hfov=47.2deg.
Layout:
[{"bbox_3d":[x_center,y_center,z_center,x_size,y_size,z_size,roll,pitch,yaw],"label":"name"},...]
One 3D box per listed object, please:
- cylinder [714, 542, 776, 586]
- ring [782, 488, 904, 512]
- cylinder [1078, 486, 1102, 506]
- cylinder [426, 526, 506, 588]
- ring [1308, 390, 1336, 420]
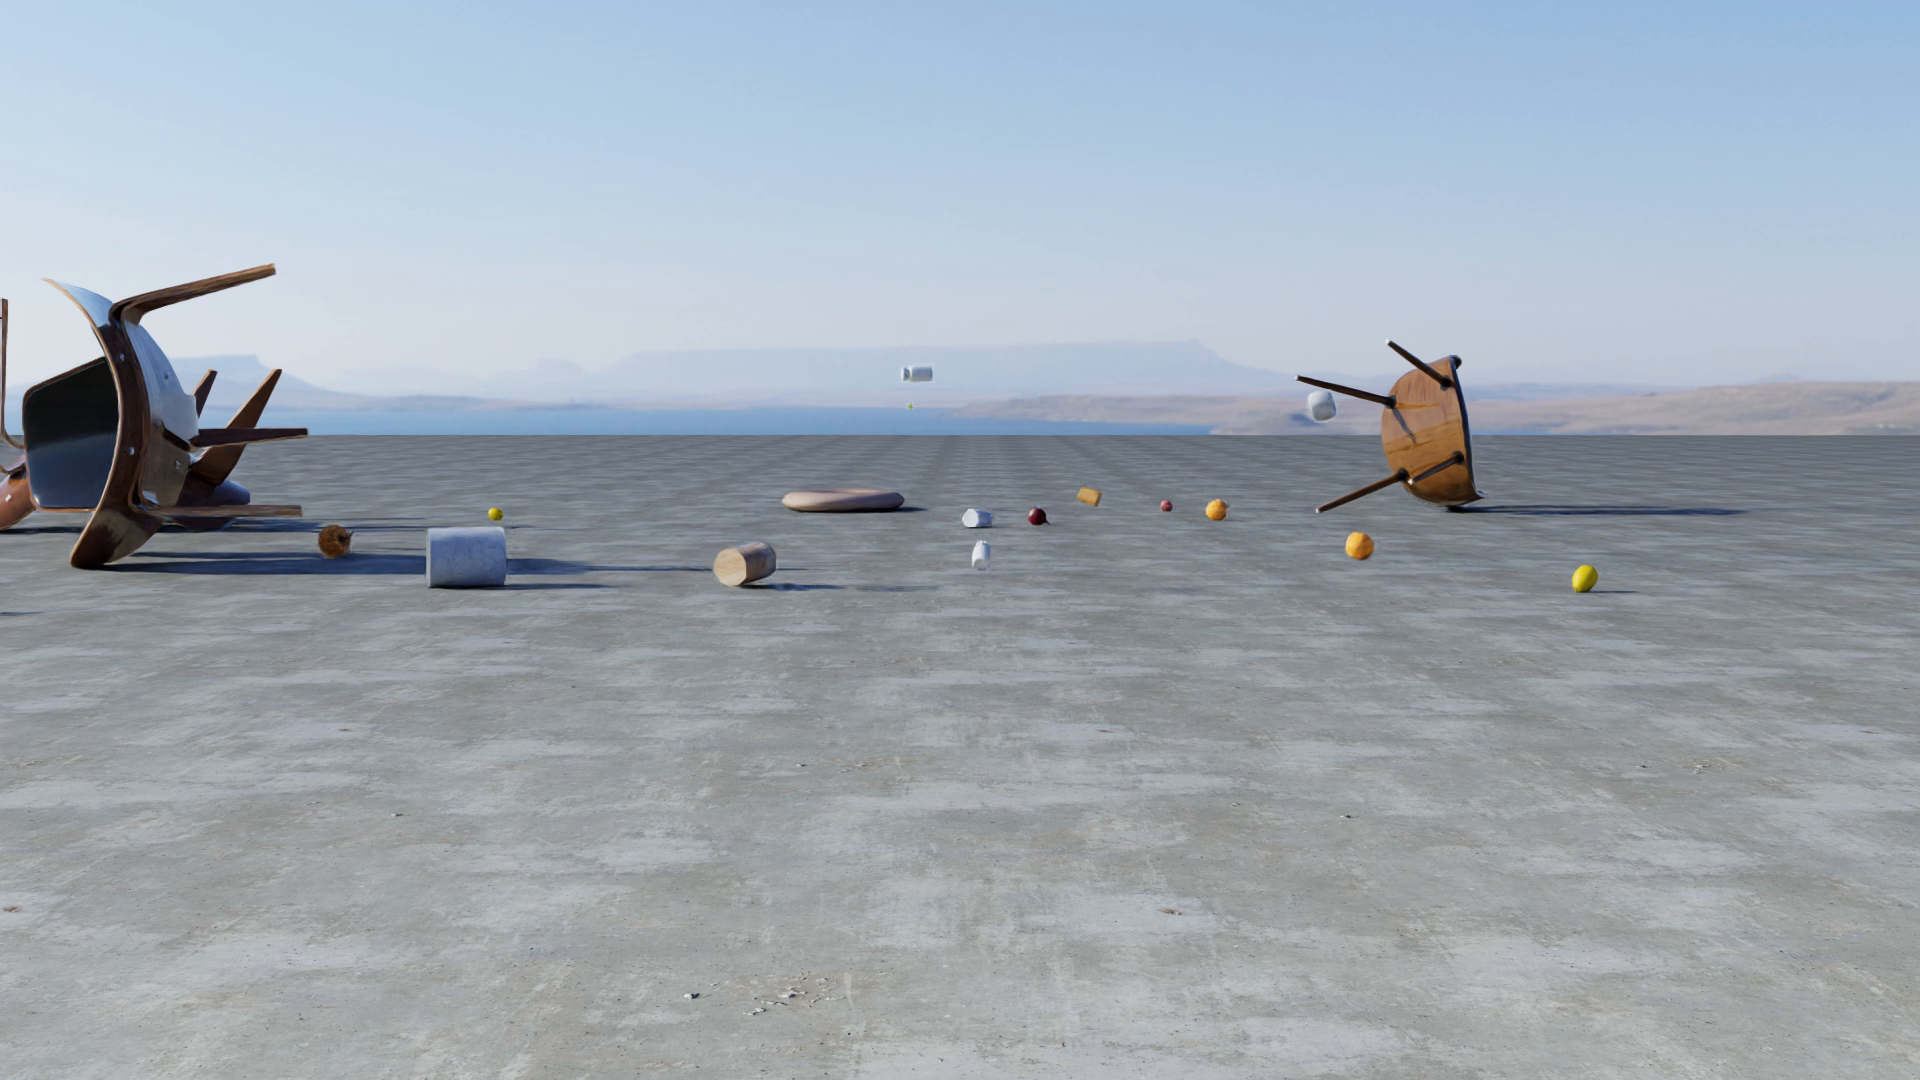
[{"bbox_3d":[-0.488,0.054,4.998,0.081,0.086,0.146,-15,2,-36],"label":"cylinder"},{"bbox_3d":[-0.434,-0.148,8.197,0.441,0.071,0.514,2,5,23],"label":"ring"},{"bbox_3d":[0.496,-0.166,8.400,0.075,0.061,0.047,19,-11,24],"label":"cylinder"},{"bbox_3d":[-1.124,0.038,4.999,0.166,0.136,0.136,-1,16,-19],"label":"cylinder"},{"bbox_3d":[1.158,-0.431,7.035,0.074,0.083,0.121,-10,-33,17],"label":"ring"}]
